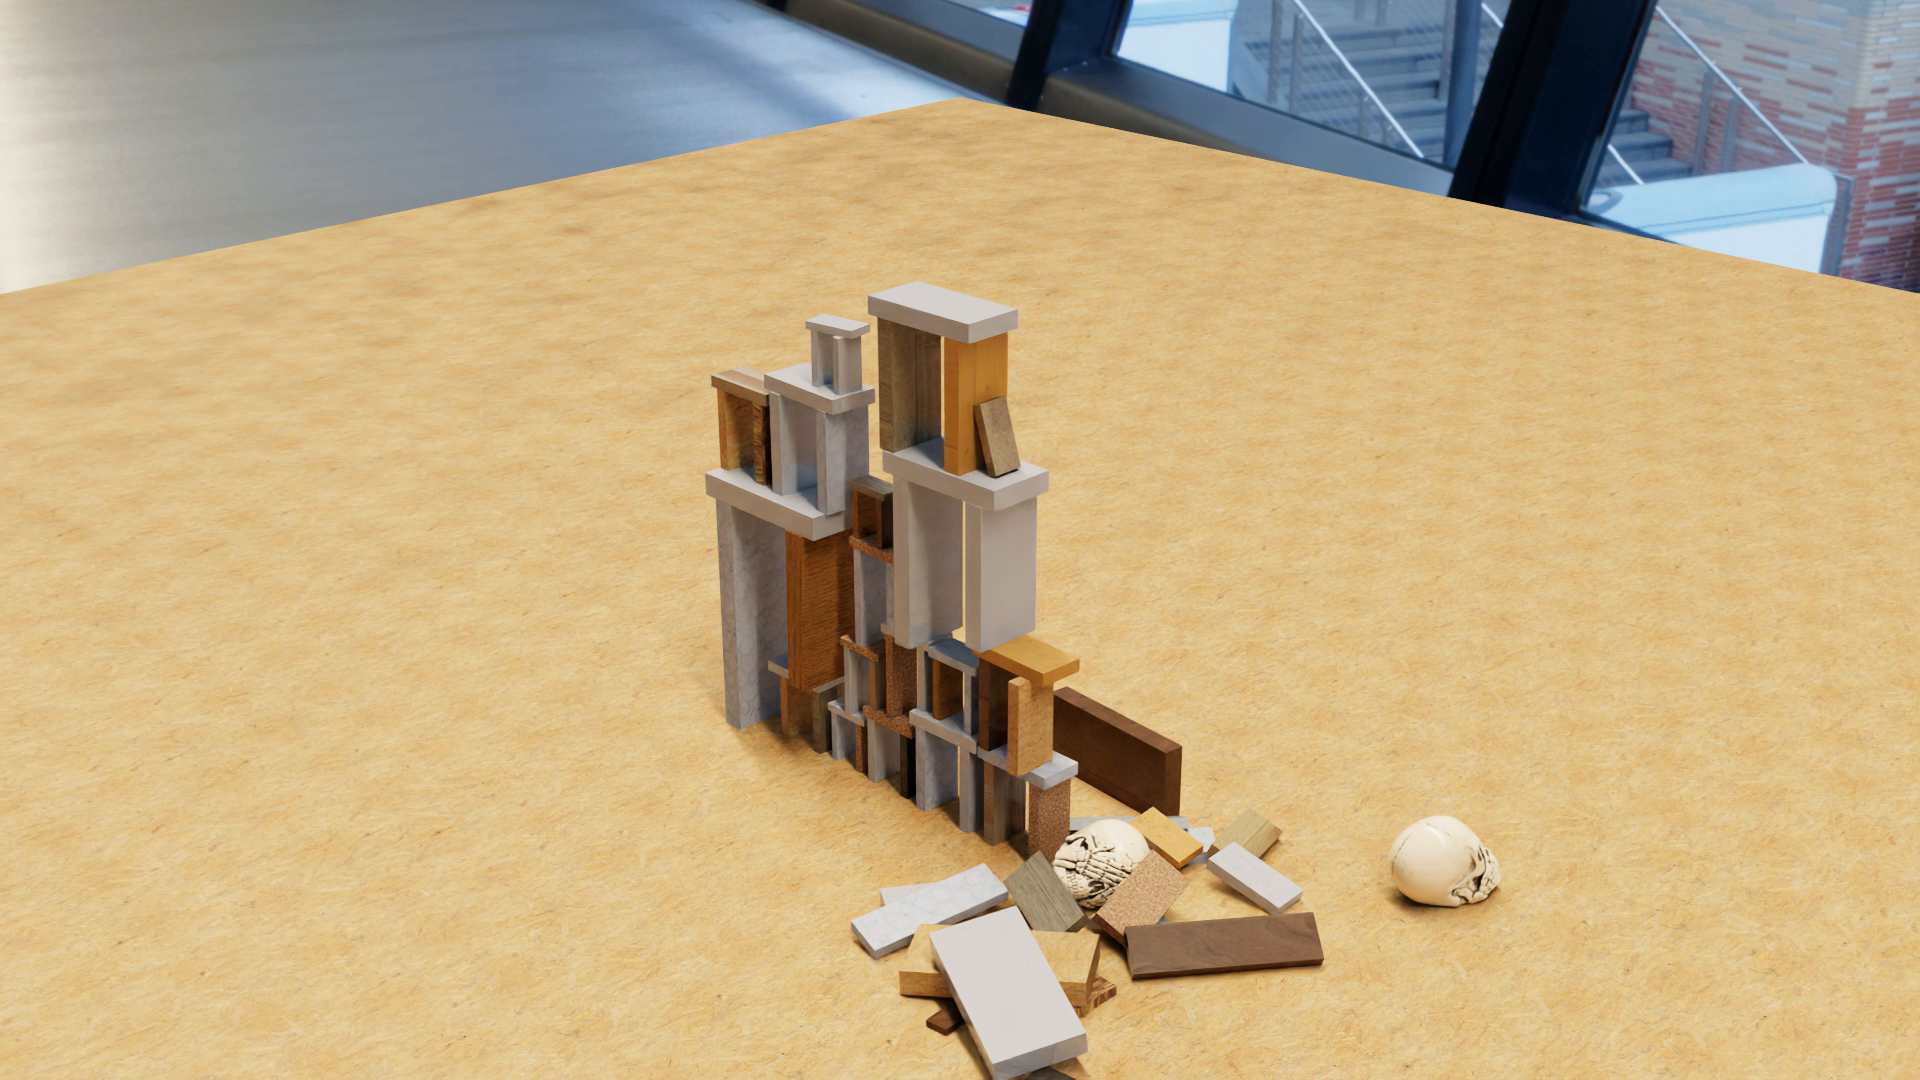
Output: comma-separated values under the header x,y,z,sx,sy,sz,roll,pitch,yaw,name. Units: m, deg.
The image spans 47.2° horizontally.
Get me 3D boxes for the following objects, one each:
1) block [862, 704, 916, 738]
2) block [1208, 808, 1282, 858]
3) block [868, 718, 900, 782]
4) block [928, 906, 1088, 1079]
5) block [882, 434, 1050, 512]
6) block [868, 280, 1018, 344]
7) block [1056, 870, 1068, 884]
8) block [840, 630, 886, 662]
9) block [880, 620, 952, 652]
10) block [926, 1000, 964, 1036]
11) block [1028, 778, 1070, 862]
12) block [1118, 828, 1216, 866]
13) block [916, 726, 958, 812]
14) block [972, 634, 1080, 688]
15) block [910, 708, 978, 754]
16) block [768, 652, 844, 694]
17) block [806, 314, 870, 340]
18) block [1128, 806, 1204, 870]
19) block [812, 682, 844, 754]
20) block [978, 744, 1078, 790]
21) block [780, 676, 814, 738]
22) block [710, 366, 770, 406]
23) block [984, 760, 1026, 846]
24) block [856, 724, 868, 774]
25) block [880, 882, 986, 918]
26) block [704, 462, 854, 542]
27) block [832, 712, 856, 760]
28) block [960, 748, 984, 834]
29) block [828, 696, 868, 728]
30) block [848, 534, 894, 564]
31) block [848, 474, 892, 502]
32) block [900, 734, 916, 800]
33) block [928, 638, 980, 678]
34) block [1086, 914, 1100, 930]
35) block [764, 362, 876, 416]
x,y,z,sx,sy,sz,roll,pitch,yaw,name
-0.124,0.363,4.509,0.145,0.021,0.072,21,31,41,block
0.558,0.590,4.300,0.084,0.024,0.167,35,35,17,block
-0.158,0.425,4.573,0.021,0.145,0.072,21,31,41,block
0.079,0.769,3.749,0.165,0.047,0.330,-16,35,-13,block
0.009,-0.131,4.158,0.296,0.042,0.148,21,31,40,block
-0.033,-0.423,4.075,0.262,0.037,0.131,21,31,40,block
0.159,0.650,4.213,0.092,0.013,0.046,2,23,4,block
-0.186,0.216,4.511,0.116,0.016,0.058,21,31,41,block
-0.087,0.185,4.404,0.137,0.019,0.068,21,31,40,block
-0.012,0.823,3.803,0.046,0.013,0.092,17,28,36,block
0.173,0.538,4.259,0.026,0.183,0.091,21,31,40,block
0.407,0.600,4.312,0.186,0.026,0.093,-1,23,-2,block
-0.047,0.449,4.463,0.027,0.187,0.094,21,31,41,block
0.124,0.220,4.176,0.097,0.027,0.194,-20,30,-39,block
-0.003,0.368,4.380,0.187,0.027,0.094,21,31,41,block
-0.326,0.278,4.674,0.157,0.022,0.078,21,31,38,block
-0.240,-0.419,4.311,0.116,0.016,0.058,16,27,33,block
0.400,0.579,4.282,0.068,0.019,0.137,-29,48,-32,block
-0.277,0.371,4.685,0.022,0.157,0.078,22,31,40,block
0.131,0.425,4.257,0.091,0.026,0.183,-20,30,-39,block
-0.351,0.342,4.754,0.022,0.157,0.078,21,31,41,block
-0.424,-0.319,4.545,0.089,0.025,0.177,-21,31,-40,block
0.089,0.504,4.339,0.091,0.183,0.026,-21,30,-40,block
-0.192,0.427,4.610,0.016,0.112,0.056,21,31,41,block
-0.051,0.679,4.127,0.184,0.026,0.092,-5,23,-11,block
-0.351,-0.093,4.562,0.175,0.050,0.350,-20,30,-40,block
-0.245,0.407,4.659,0.016,0.112,0.056,21,31,41,block
0.042,0.484,4.381,0.027,0.187,0.094,21,31,41,block
-0.219,0.358,4.609,0.112,0.016,0.056,21,31,41,block
-0.148,0.013,4.393,0.071,0.020,0.142,-21,31,-40,block
-0.166,-0.103,4.355,0.052,0.015,0.104,-21,31,-40,block
-0.090,0.452,4.510,0.021,0.145,0.072,21,31,41,block
0.007,0.230,4.310,0.066,0.019,0.132,-21,31,-40,block
0.307,0.685,4.080,0.142,0.020,0.071,-20,3,-38,block
-0.282,-0.303,4.397,0.109,0.031,0.218,-20,30,-38,block
